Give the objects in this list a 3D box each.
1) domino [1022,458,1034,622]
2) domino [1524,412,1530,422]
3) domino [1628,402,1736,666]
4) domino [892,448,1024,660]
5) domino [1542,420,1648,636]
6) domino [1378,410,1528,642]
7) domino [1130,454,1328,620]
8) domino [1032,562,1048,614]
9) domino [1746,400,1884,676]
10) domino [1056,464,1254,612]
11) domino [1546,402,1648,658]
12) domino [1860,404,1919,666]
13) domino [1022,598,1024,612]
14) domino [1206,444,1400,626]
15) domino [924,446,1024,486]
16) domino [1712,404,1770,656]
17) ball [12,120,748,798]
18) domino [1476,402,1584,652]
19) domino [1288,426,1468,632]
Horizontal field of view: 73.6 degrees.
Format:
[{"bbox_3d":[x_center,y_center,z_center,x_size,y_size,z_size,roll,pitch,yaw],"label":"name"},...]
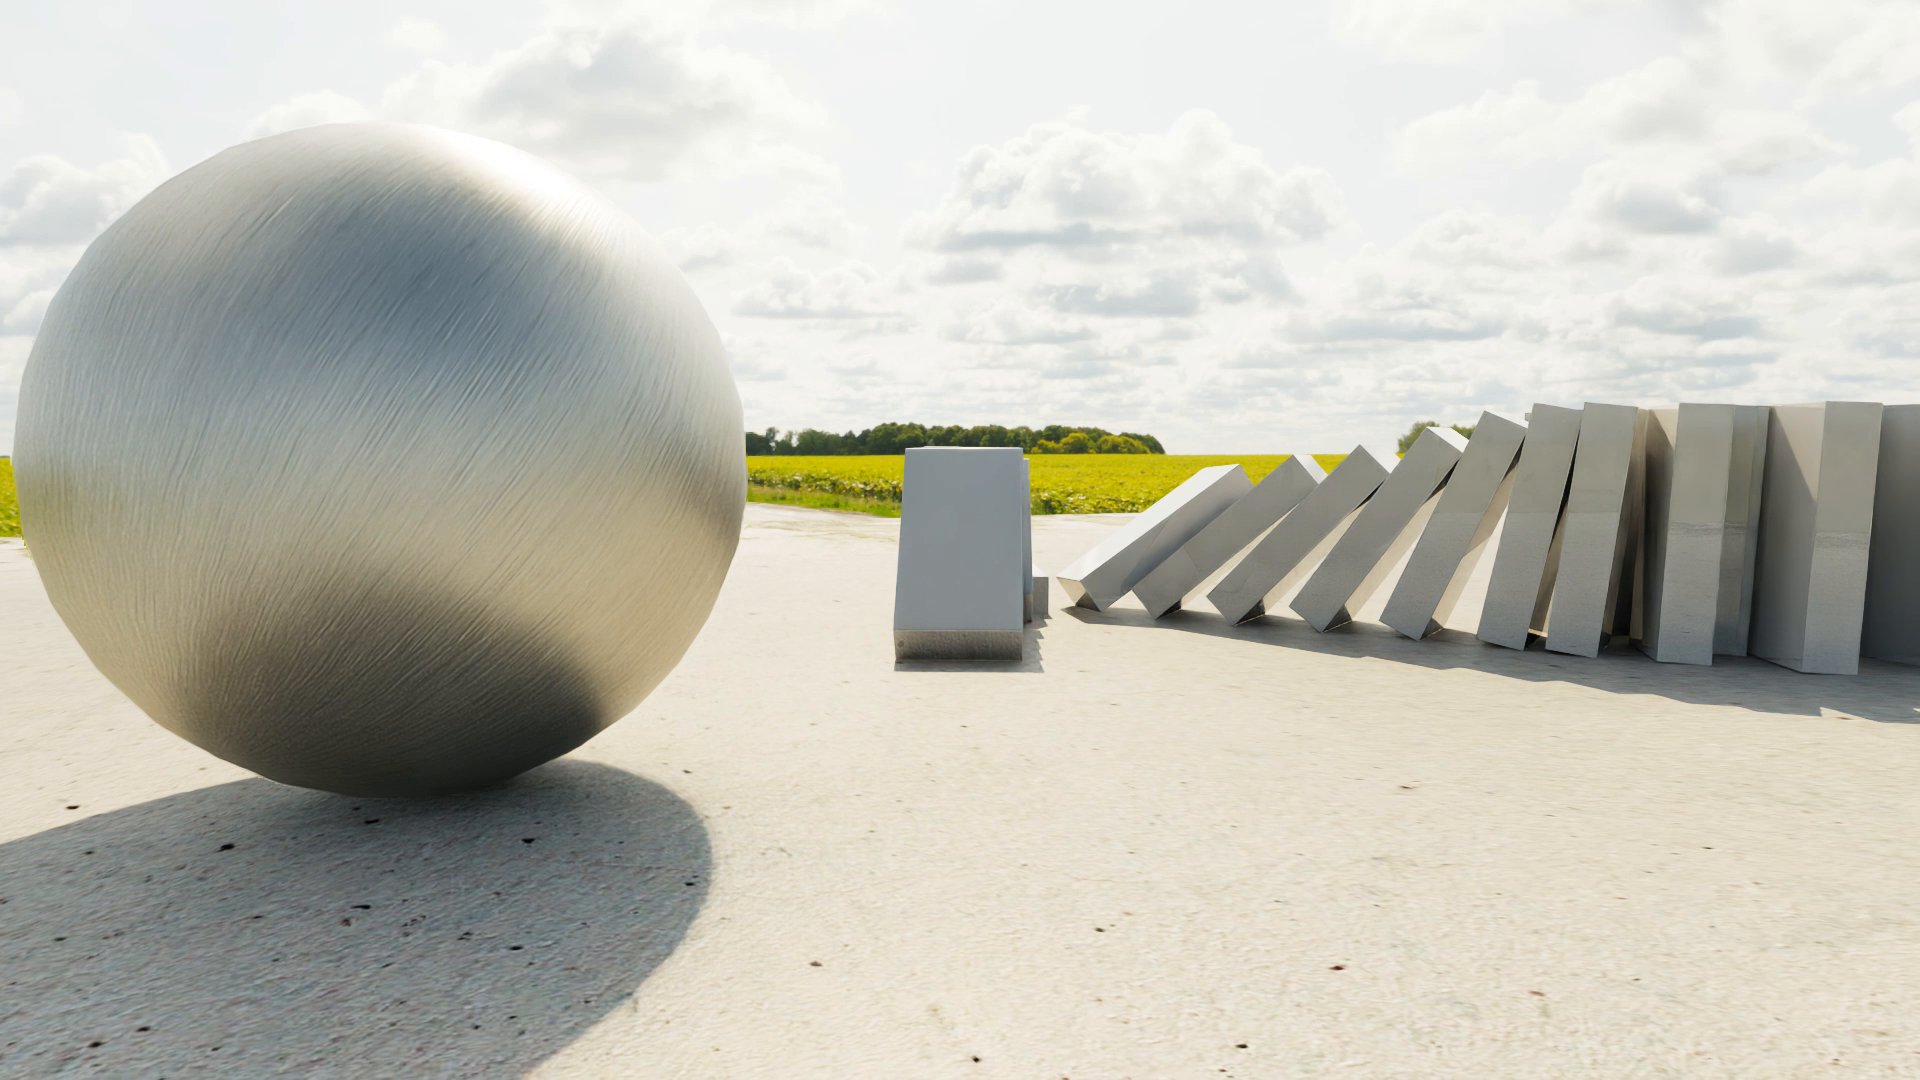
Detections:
[{"bbox_3d":[0.005,-0.001,0.322,0.025,0.010,0.050,0,43,1],"label":"domino"},{"bbox_3d":[0.149,-0.006,0.308,0.025,0.050,0.010,4,6,42],"label":"domino"},{"bbox_3d":[0.144,-0.002,0.258,0.010,0.050,0.025,4,5,16],"label":"domino"},{"bbox_3d":[0.000,0.002,0.266,0.025,0.010,0.050,0,48,2],"label":"domino"},{"bbox_3d":[0.145,-0.004,0.287,0.025,0.050,0.009,0,4,-4],"label":"domino"},{"bbox_3d":[0.111,-0.003,0.282,0.010,0.050,0.025,30,19,27],"label":"domino"},{"bbox_3d":[0.067,-0.001,0.312,0.050,0.010,0.025,-42,-13,20],"label":"domino"},{"bbox_3d":[0.009,0.012,0.344,0.025,0.010,0.050,0,4,-3],"label":"domino"},{"bbox_3d":[0.163,-0.001,0.247,0.010,0.050,0.025,3,5,8],"label":"domino"},{"bbox_3d":[0.050,-0.001,0.328,0.050,0.010,0.025,-36,6,-7],"label":"domino"},{"bbox_3d":[0.132,-0.003,0.265,0.010,0.050,0.025,10,9,31],"label":"domino"},{"bbox_3d":[0.187,-0.001,0.247,0.009,0.050,0.025,0,4,-14],"label":"domino"},{"bbox_3d":[0.001,0.000,0.293,0.025,0.009,0.050,0,48,1],"label":"domino"},{"bbox_3d":[0.082,-0.001,0.302,0.010,0.050,0.025,49,25,18],"label":"domino"},{"bbox_3d":[0.002,-0.001,0.307,0.025,0.010,0.050,1,48,2],"label":"domino"},{"bbox_3d":[0.157,-0.003,0.268,0.010,0.050,0.025,4,5,15],"label":"domino"},{"bbox_3d":[-0.066,-0.009,0.157,0.080,0.080,0.080,0,4,0],"label":"ball"},{"bbox_3d":[0.123,-0.003,0.272,0.009,0.050,0.025,16,12,31],"label":"domino"},{"bbox_3d":[0.097,-0.002,0.292,0.010,0.050,0.025,42,24,23],"label":"domino"}]
